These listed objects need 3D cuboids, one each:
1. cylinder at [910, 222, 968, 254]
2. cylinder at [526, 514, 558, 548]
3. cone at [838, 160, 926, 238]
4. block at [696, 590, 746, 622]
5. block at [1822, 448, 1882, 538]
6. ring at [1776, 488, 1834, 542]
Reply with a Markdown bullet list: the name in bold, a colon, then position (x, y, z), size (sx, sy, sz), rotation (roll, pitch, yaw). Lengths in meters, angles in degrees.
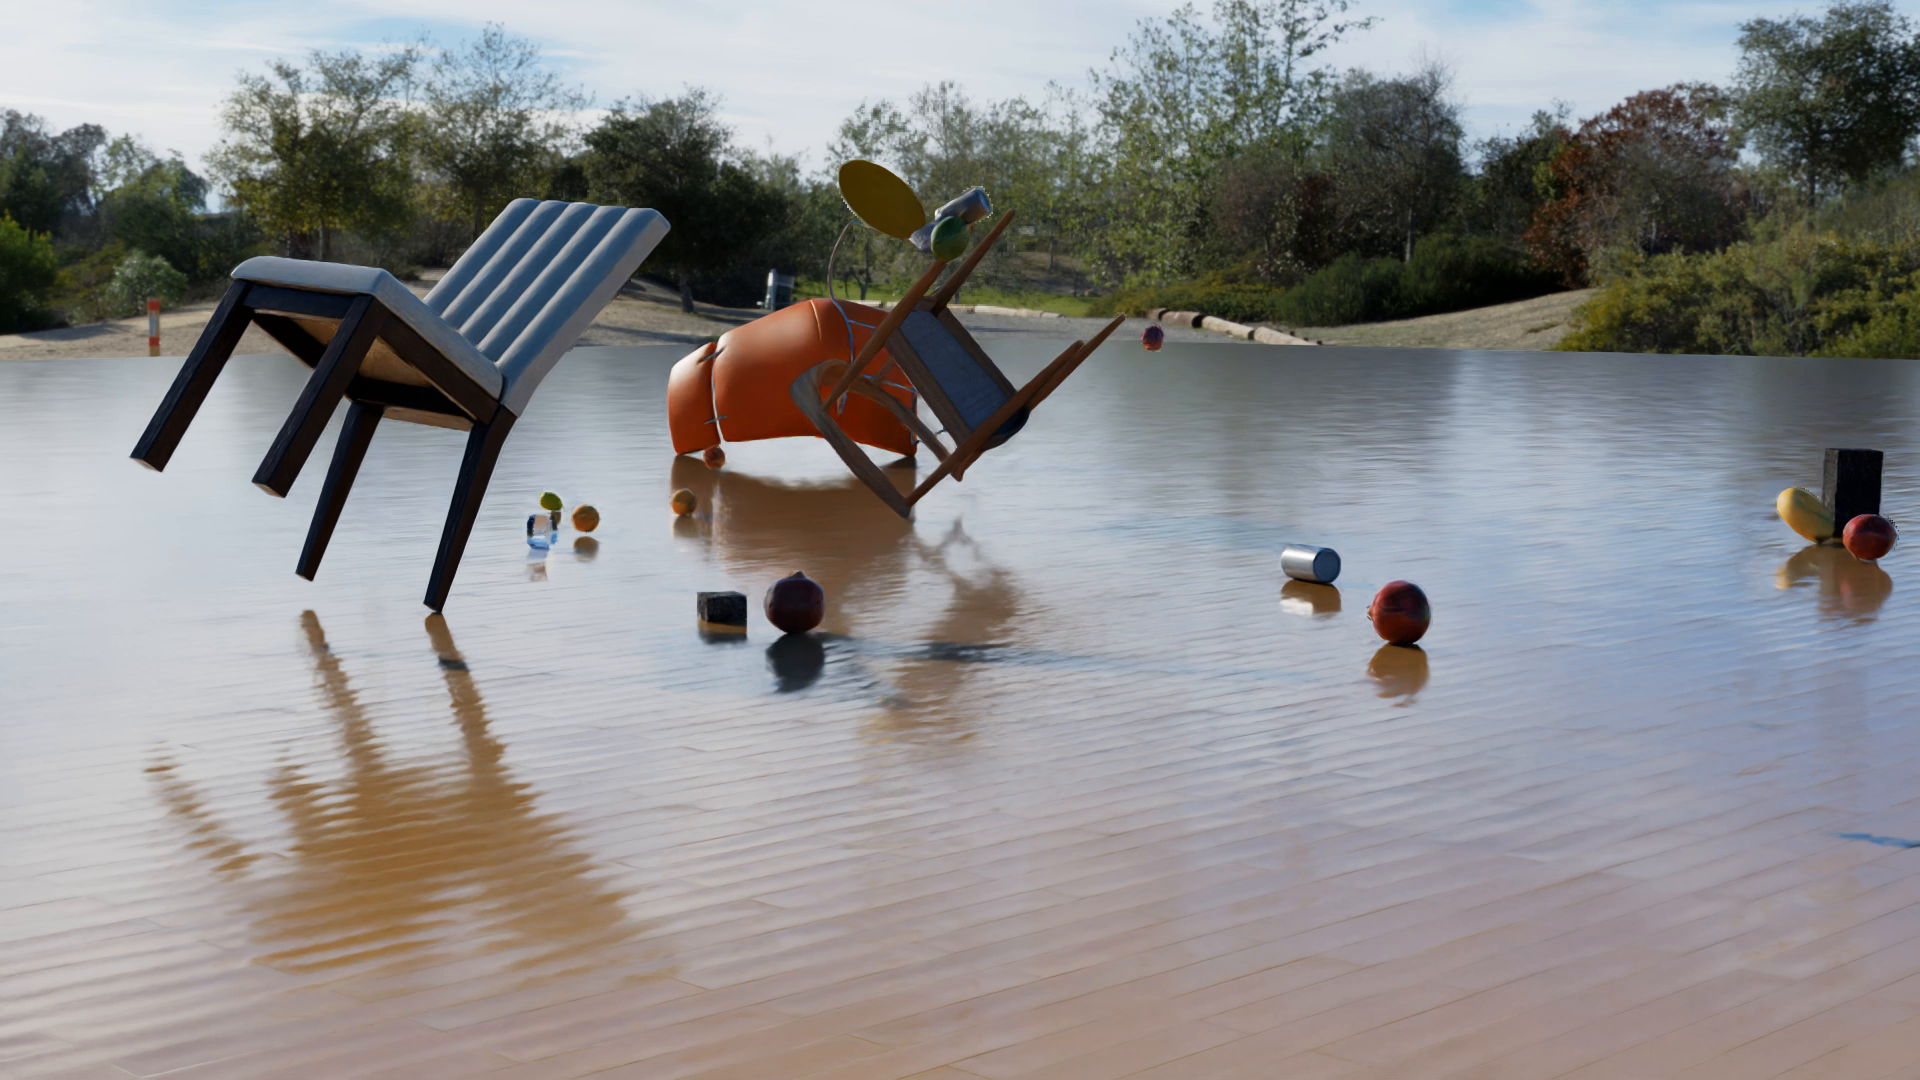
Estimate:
- **cylinder**: position (-0.051, -0.715, 6.081), size (0.120, 0.050, 0.068), rotation (-16, 32, -17)
- **cylinder**: position (-1.015, -0.021, 6.228), size (0.050, 0.080, 0.079), rotation (1, 25, 13)
- **cone**: position (-0.254, -1.191, 8.526), size (0.197, 0.359, 0.237), rotation (-35, 30, 25)
- **block**: position (-0.460, 0.128, 4.943), size (0.076, 0.047, 0.086), rotation (-2, 6, -20)
- **block**: position (2.261, -0.121, 6.510), size (0.113, 0.218, 0.100), rotation (1, 6, -1)
- **ring**: position (2.097, -0.062, 6.360), size (0.162, 0.063, 0.160), rotation (8, 41, -43)
